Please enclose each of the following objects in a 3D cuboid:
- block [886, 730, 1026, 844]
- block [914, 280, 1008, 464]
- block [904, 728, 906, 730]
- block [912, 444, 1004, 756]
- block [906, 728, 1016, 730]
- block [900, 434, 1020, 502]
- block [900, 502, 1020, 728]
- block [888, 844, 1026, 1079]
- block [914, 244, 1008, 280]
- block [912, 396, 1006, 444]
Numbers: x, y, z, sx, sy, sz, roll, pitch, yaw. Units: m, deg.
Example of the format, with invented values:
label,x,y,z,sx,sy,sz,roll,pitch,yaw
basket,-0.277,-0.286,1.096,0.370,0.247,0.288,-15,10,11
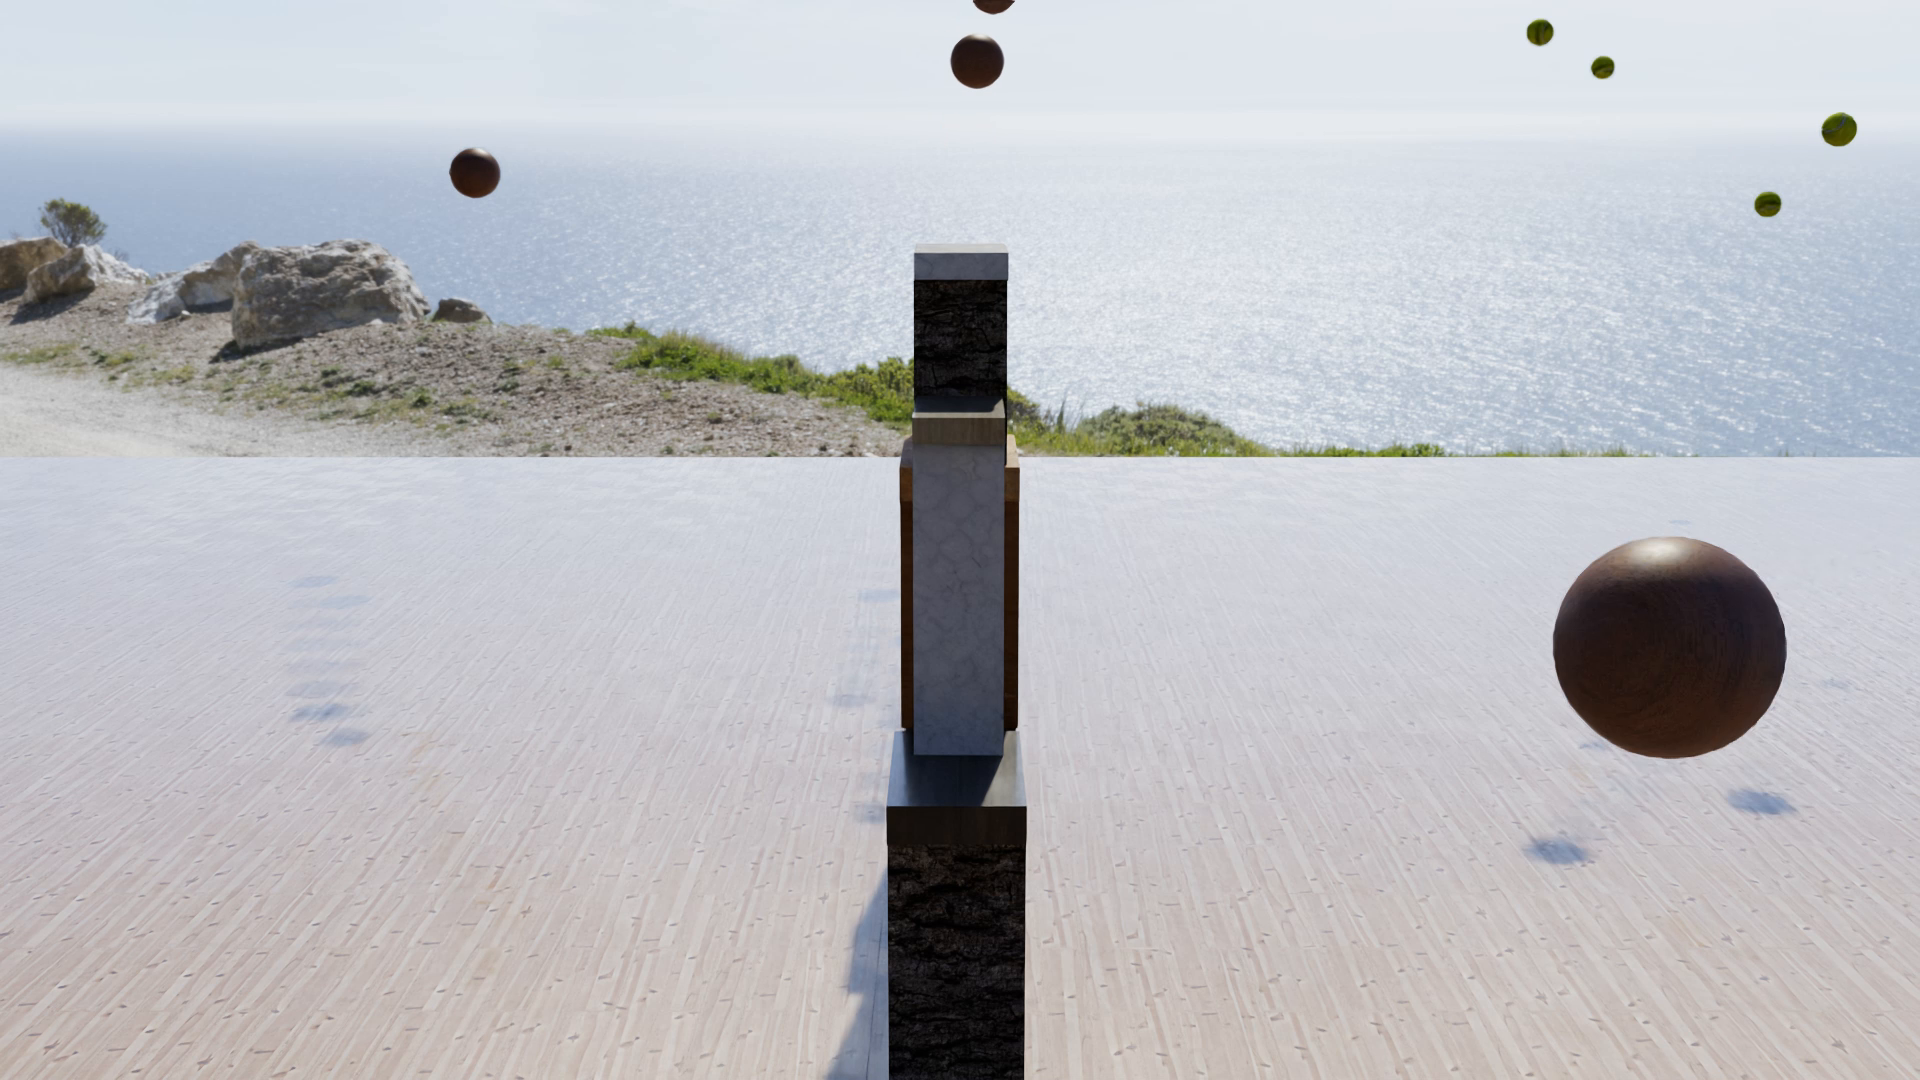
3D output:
label,x,y,z,sx,sy,sz,roll,pitch,yaw
block,-0.004,0.330,2.972,0.179,0.051,0.357,0,11,0
block,0.001,-0.246,3.197,0.135,0.270,0.038,0,11,0
block,-0.001,0.100,3.513,0.175,0.426,0.049,0,11,0
block,-0.002,0.079,2.998,0.123,0.435,0.035,0,11,0
block,0.001,0.298,3.319,0.164,0.046,0.328,0,11,0
block,-0.001,-0.112,3.355,0.175,0.049,0.349,0,11,0
block,0.000,0.105,3.277,0.175,0.349,0.049,0,11,0
block,-0.004,0.553,2.892,0.179,0.357,0.051,0,11,0
block,0.001,-0.414,3.257,0.135,0.038,0.270,0,11,0
block,-0.001,-0.167,3.036,0.123,0.035,0.247,0,11,0
